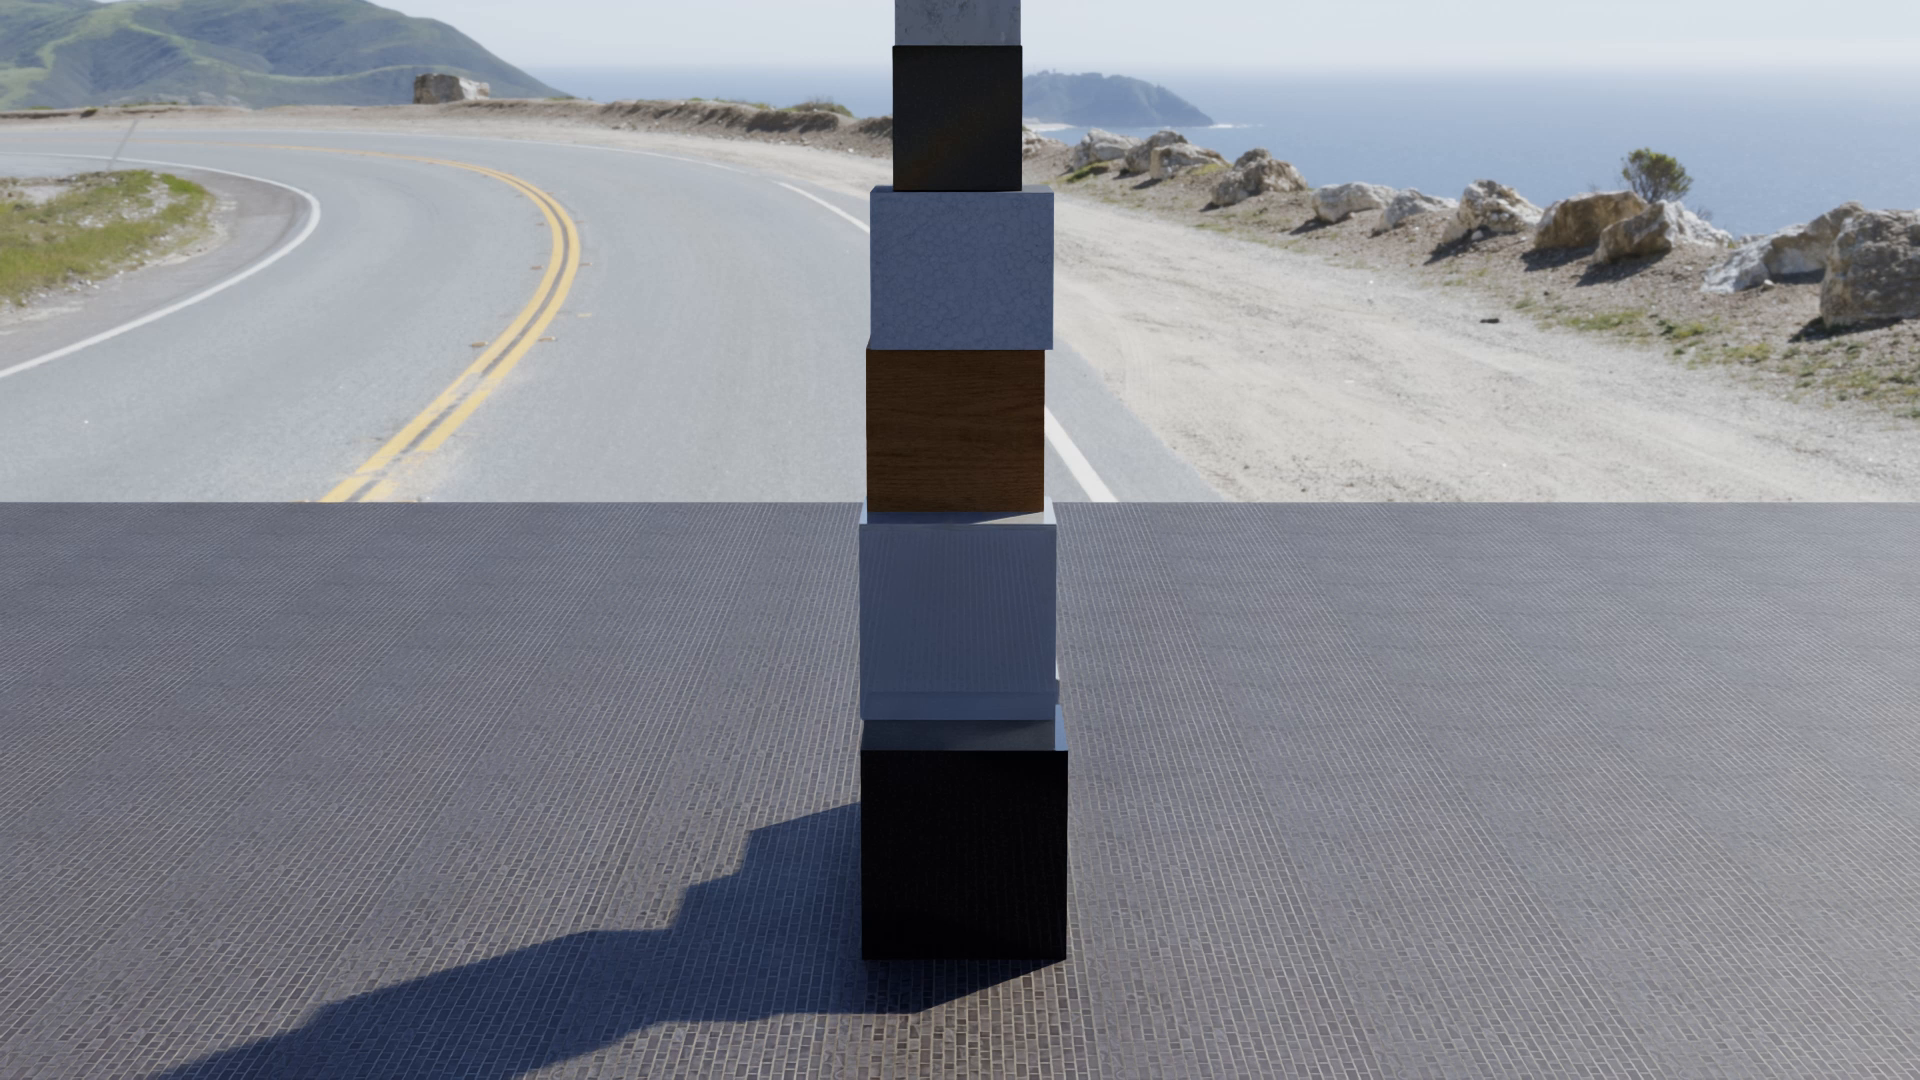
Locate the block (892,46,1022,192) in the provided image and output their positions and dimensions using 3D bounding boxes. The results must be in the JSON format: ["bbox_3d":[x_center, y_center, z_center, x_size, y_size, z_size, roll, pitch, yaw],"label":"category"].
[{"bbox_3d":[-0.010,-1.788,10.871,0.535,0.593,0.576,0,10,0],"label":"block"}]

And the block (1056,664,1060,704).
[{"bbox_3d":[0.007,0.950,12.121,0.889,0.794,0.819,0,10,0],"label":"block"}]

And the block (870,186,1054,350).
[{"bbox_3d":[0.008,-1.177,10.978,0.756,0.648,0.810,0,10,0],"label":"block"}]

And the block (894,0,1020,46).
[{"bbox_3d":[-0.009,-2.383,10.766,0.519,0.615,0.517,0,10,0],"label":"block"}]

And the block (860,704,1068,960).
[{"bbox_3d":[0.017,1.192,10.592,0.822,0.866,0.746,0,10,0],"label":"block"}]

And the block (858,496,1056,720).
[{"bbox_3d":[-0.009,0.277,10.907,0.808,0.822,0.712,0,10,0],"label":"block"}]

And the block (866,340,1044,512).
[{"bbox_3d":[-0.019,-0.521,11.093,0.745,0.685,0.737,0,10,0],"label":"block"}]
